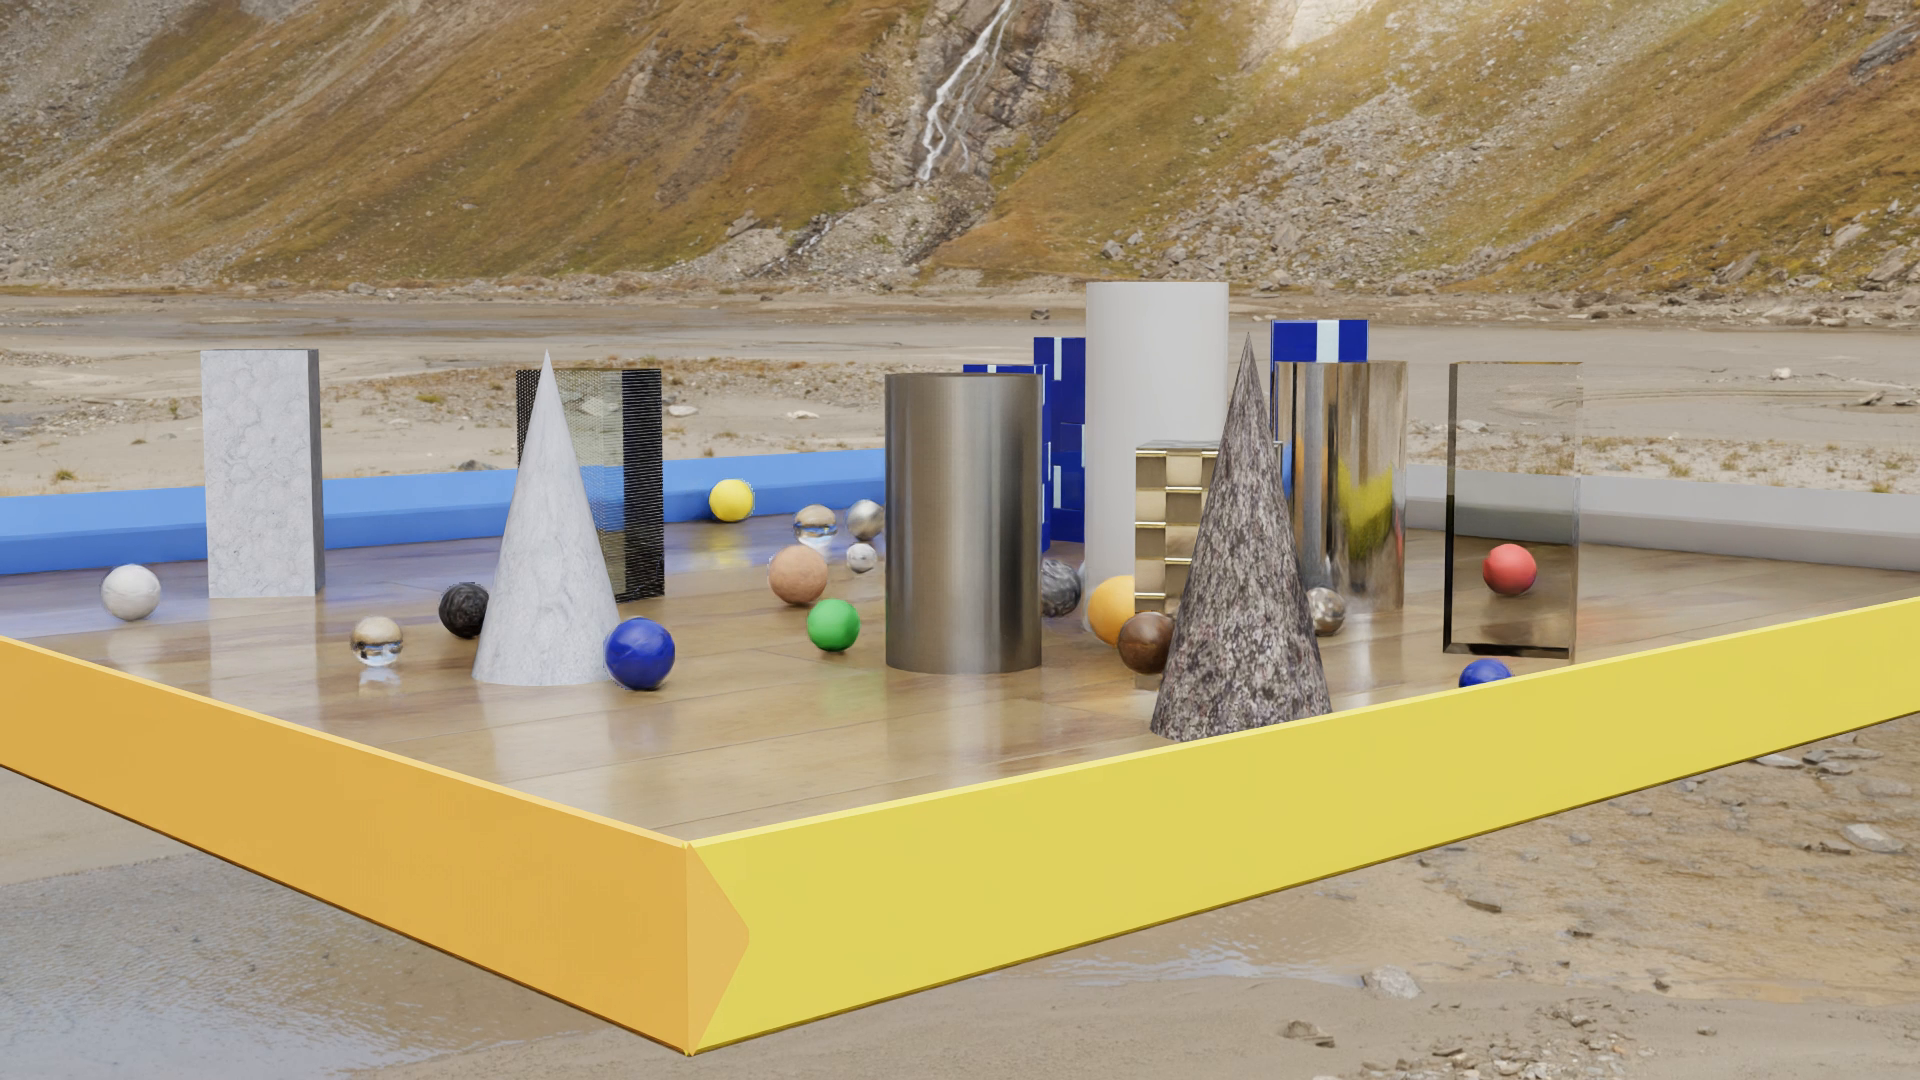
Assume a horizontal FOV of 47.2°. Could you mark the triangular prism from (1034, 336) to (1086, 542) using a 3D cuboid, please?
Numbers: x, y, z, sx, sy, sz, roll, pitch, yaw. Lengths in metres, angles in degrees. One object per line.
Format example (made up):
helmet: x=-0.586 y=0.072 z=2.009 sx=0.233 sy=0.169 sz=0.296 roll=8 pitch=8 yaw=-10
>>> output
triangular prism: x=0.257 y=-0.199 z=4.299 sx=0.172 sy=0.393 sz=0.149 roll=5 pitch=8 yaw=42

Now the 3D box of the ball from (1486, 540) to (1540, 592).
ball: x=0.877 y=0.041 z=3.490 sx=0.083 sy=0.083 sz=0.083 roll=0 pitch=6 yaw=0

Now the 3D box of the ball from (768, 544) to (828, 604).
ball: x=-0.246 y=0.053 z=3.340 sx=0.091 sy=0.091 sz=0.091 roll=0 pitch=6 yaw=0

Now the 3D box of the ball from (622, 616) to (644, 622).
ball: x=-0.411 y=0.118 z=2.781 sx=0.046 sy=0.046 sz=0.046 roll=0 pitch=6 yaw=0

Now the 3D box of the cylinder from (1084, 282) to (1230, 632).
cylinder: x=0.273 y=-0.116 z=3.072 sx=0.198 sy=0.483 sz=0.198 roll=0 pitch=6 yaw=0

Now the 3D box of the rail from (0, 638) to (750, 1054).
rail: x=-1.084 y=0.137 z=2.337 sx=0.045 sy=0.129 sz=2.770 roll=-5 pitch=8 yaw=-42

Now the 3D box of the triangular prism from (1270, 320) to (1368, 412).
triangular prism: x=0.652 y=-0.191 z=4.050 sx=0.172 sy=0.428 sz=0.149 roll=0 pitch=6 yaw=4

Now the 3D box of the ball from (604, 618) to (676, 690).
ball: x=-0.378 y=0.134 z=2.596 sx=0.084 sy=0.084 sz=0.084 roll=0 pitch=6 yaw=0

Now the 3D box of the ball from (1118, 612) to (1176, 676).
ball: x=0.207 y=0.113 z=2.404 sx=0.071 sy=0.071 sz=0.071 roll=0 pitch=6 yaw=0

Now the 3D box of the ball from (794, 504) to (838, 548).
ball: x=-0.272 y=-0.027 z=4.143 sx=0.082 sy=0.082 sz=0.082 roll=0 pitch=6 yaw=0

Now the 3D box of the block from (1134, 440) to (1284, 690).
block: x=0.299 y=0.028 z=2.635 sx=0.159 sy=0.286 sz=0.159 roll=1 pitch=6 yaw=12

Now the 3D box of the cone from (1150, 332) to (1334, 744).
cone: x=0.302 y=-0.009 z=2.324 sx=0.198 sy=0.425 sz=0.198 roll=0 pitch=6 yaw=0

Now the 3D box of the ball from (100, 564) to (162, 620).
ball: x=-1.193 y=0.076 z=3.166 sx=0.082 sy=0.082 sz=0.082 roll=0 pitch=6 yaw=0

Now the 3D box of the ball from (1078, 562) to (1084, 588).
ball: x=0.213 y=0.057 z=3.476 sx=0.055 sy=0.055 sz=0.055 roll=0 pitch=6 yaw=0

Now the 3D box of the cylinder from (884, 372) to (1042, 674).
cylinder: x=0.005 y=-0.026 z=2.776 sx=0.198 sy=0.365 sz=0.198 roll=0 pitch=6 yaw=0

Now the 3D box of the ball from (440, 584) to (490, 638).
ball: x=-0.674 y=0.096 z=3.005 sx=0.074 sy=0.074 sz=0.074 roll=0 pitch=6 yaw=0

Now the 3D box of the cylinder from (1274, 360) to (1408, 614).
cylinder: x=0.573 y=-0.085 z=3.320 sx=0.198 sy=0.369 sz=0.198 roll=0 pitch=6 yaw=0

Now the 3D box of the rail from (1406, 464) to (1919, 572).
rail: x=1.084 y=-0.070 z=4.327 sx=0.045 sy=0.129 sz=2.770 roll=-5 pitch=8 yaw=-42

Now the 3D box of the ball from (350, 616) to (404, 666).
ball: x=-0.731 y=0.127 z=2.757 sx=0.064 sy=0.064 sz=0.064 roll=0 pitch=6 yaw=0

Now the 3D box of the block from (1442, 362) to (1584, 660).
block: x=0.730 y=-0.045 z=2.898 sx=0.159 sy=0.376 sz=0.159 roll=2 pitch=6 yaw=19

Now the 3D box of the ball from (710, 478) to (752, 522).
ball: x=-0.483 y=-0.084 z=4.644 sx=0.092 sy=0.092 sz=0.092 roll=0 pitch=6 yaw=0

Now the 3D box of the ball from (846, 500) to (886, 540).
ball: x=-0.184 y=-0.039 z=4.281 sx=0.079 sy=0.079 sz=0.079 roll=0 pitch=6 yaw=0

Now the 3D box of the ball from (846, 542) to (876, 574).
ball: x=-0.168 y=0.030 z=3.742 sx=0.052 sy=0.052 sz=0.052 roll=0 pitch=6 yaw=0

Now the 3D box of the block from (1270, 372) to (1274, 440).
block: x=0.616 y=-0.102 z=3.598 sx=0.159 sy=0.344 sz=0.159 roll=-2 pitch=6 yaw=-21

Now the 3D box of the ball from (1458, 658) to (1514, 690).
ball: x=0.584 y=0.162 z=2.439 sx=0.061 sy=0.061 sz=0.061 roll=0 pitch=6 yaw=0

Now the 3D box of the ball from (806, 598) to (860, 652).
ball: x=-0.165 y=0.111 z=2.875 sx=0.070 sy=0.070 sz=0.070 roll=0 pitch=6 yaw=0

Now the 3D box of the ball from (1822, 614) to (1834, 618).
ball: x=1.114 y=0.125 z=2.808 sx=0.058 sy=0.058 sz=0.058 roll=0 pitch=6 yaw=0

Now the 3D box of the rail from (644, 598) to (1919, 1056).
rail: x=0.923 y=0.137 z=2.337 sx=2.998 sy=0.129 sz=0.045 roll=-5 pitch=8 yaw=-42

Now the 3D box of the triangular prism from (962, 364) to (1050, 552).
triangular prism: x=0.119 y=-0.152 z=4.077 sx=0.172 sy=0.346 sz=0.149 roll=5 pitch=8 yaw=40

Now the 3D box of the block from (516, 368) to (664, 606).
block: x=-0.570 y=-0.086 z=3.399 sx=0.159 sy=0.355 sz=0.159 roll=3 pitch=7 yaw=25

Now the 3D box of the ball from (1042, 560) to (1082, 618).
ball: x=0.131 y=0.070 z=3.122 sx=0.084 sy=0.084 sz=0.084 roll=0 pitch=6 yaw=0

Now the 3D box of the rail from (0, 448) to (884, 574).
rail: x=-0.923 y=-0.070 z=4.327 sx=2.998 sy=0.129 sz=0.045 roll=-5 pitch=8 yaw=-42

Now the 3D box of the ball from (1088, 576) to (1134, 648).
ball: x=0.217 y=0.095 z=2.911 sx=0.096 sy=0.096 sz=0.096 roll=0 pitch=6 yaw=0

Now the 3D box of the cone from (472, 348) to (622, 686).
cone: x=-0.503 y=-0.036 z=2.698 sx=0.198 sy=0.400 sz=0.198 roll=0 pitch=6 yaw=0

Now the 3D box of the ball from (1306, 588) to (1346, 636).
ball: x=0.496 y=0.099 z=3.021 sx=0.066 sy=0.066 sz=0.066 roll=0 pitch=6 yaw=0

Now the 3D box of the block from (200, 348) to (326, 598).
block: x=-1.103 y=-0.110 z=3.490 sx=0.159 sy=0.383 sz=0.159 roll=-1 pitch=6 yaw=-10
